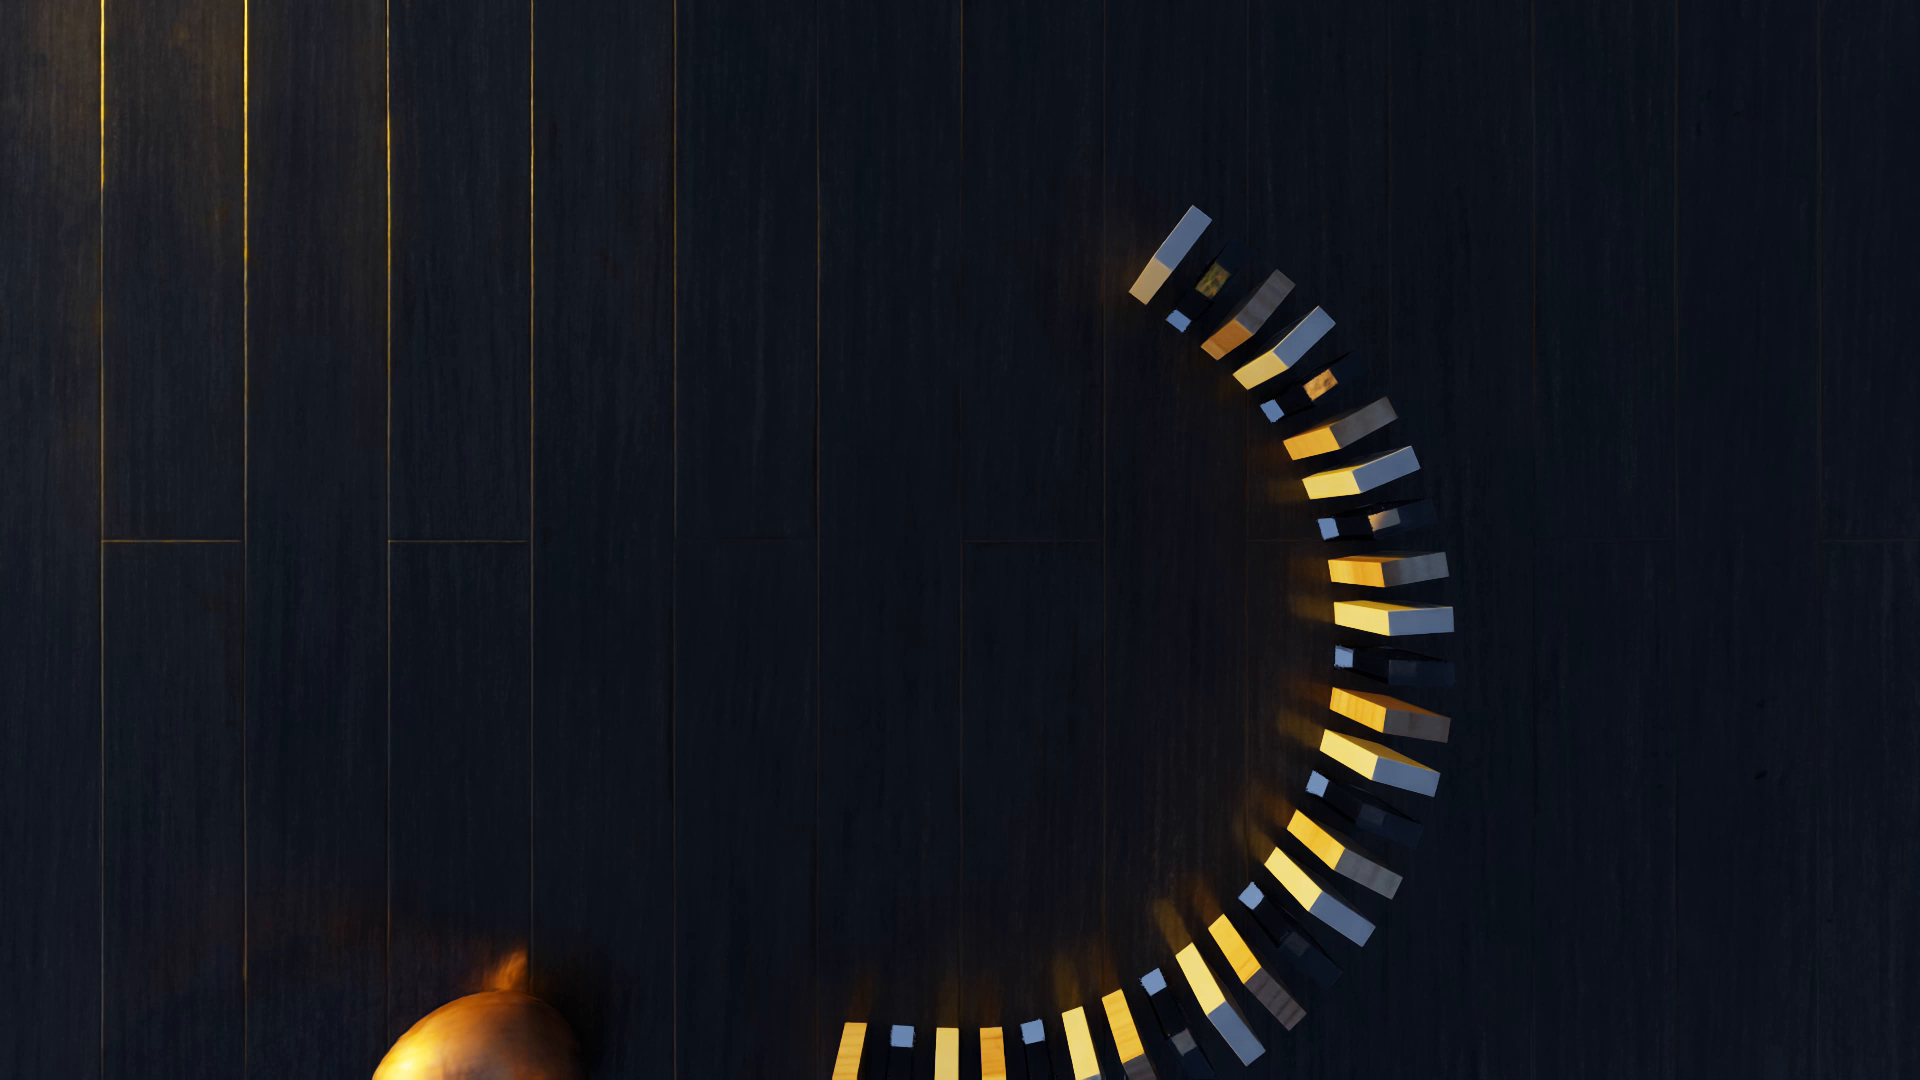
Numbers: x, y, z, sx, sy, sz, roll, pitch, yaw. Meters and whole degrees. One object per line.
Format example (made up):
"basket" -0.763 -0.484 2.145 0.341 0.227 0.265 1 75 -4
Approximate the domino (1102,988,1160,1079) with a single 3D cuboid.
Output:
"domino" 0.072 0.209 0.375 0.010 0.050 0.025 -25 90 0

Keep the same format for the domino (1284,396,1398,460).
"domino" 0.154 -0.045 0.375 0.025 0.050 0.009 -28 90 0

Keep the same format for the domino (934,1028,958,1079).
"domino" -0.006 0.226 0.375 0.009 0.050 0.025 2 90 0

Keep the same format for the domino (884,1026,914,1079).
"domino" -0.026 0.225 0.375 0.009 0.050 0.025 4 90 0

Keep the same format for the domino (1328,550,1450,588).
"domino" 0.174 0.011 0.375 0.025 0.050 0.009 -10 90 0

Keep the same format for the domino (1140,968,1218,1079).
"domino" 0.089 0.200 0.375 0.009 0.050 0.025 -31 90 0

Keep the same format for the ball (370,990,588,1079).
"ball" -0.190 0.222 0.360 0.080 0.080 0.080 0 90 0

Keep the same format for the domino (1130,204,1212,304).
"domino" 0.085 -0.115 0.375 0.010 0.050 0.025 37 90 0

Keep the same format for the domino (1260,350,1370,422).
"domino" 0.144 -0.062 0.375 0.025 0.050 0.009 -34 90 0

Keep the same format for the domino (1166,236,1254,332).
"domino" 0.101 -0.103 0.375 0.009 0.050 0.025 37 90 0

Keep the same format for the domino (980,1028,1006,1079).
"domino" 0.014 0.225 0.375 0.010 0.050 0.025 -3 90 0

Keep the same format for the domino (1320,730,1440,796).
"domino" 0.170 0.090 0.375 0.025 0.050 0.010 15 90 0

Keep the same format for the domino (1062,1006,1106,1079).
"domino" 0.053 0.217 0.375 0.009 0.050 0.025 -19 90 0

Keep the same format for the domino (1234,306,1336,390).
"domino" 0.131 -0.077 0.375 0.025 0.050 0.010 -44 90 0

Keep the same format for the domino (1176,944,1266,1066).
"domino" 0.105 0.188 0.375 0.009 0.050 0.025 -38 90 0

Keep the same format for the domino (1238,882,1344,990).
"domino" 0.134 0.161 0.375 0.025 0.050 0.010 40 90 0

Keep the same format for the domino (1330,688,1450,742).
"domino" 0.174 0.071 0.375 0.025 0.050 0.009 9 90 0

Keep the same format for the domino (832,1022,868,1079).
"domino" -0.045 0.223 0.375 0.009 0.050 0.025 1 90 0

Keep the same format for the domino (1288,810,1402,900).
"domino" 0.156 0.128 0.375 0.025 0.050 0.010 27 90 0

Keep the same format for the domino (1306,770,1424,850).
"domino" 0.164 0.109 0.375 0.025 0.050 0.010 21 90 0

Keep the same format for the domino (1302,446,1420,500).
"domino" 0.163 -0.027 0.375 0.025 0.050 0.009 -23 90 0

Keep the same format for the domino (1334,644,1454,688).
"domino" 0.176 0.051 0.375 0.025 0.050 0.009 2 90 0

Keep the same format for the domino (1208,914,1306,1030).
"domino" 0.120 0.175 0.375 0.010 0.050 0.025 -44 90 0

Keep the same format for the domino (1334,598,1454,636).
"domino" 0.176 0.031 0.375 0.025 0.050 0.009 -4 90 0

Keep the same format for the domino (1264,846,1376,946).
"domino" 0.146 0.145 0.375 0.025 0.050 0.010 34 90 0

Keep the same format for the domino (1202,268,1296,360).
"domino" 0.117 -0.091 0.375 0.010 0.050 0.025 40 90 0

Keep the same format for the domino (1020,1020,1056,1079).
"domino" 0.034 0.223 0.375 0.009 0.050 0.025 -13 90 0

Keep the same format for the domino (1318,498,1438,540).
"domino" 0.169 -0.008 0.375 0.025 0.050 0.010 -16 90 0
